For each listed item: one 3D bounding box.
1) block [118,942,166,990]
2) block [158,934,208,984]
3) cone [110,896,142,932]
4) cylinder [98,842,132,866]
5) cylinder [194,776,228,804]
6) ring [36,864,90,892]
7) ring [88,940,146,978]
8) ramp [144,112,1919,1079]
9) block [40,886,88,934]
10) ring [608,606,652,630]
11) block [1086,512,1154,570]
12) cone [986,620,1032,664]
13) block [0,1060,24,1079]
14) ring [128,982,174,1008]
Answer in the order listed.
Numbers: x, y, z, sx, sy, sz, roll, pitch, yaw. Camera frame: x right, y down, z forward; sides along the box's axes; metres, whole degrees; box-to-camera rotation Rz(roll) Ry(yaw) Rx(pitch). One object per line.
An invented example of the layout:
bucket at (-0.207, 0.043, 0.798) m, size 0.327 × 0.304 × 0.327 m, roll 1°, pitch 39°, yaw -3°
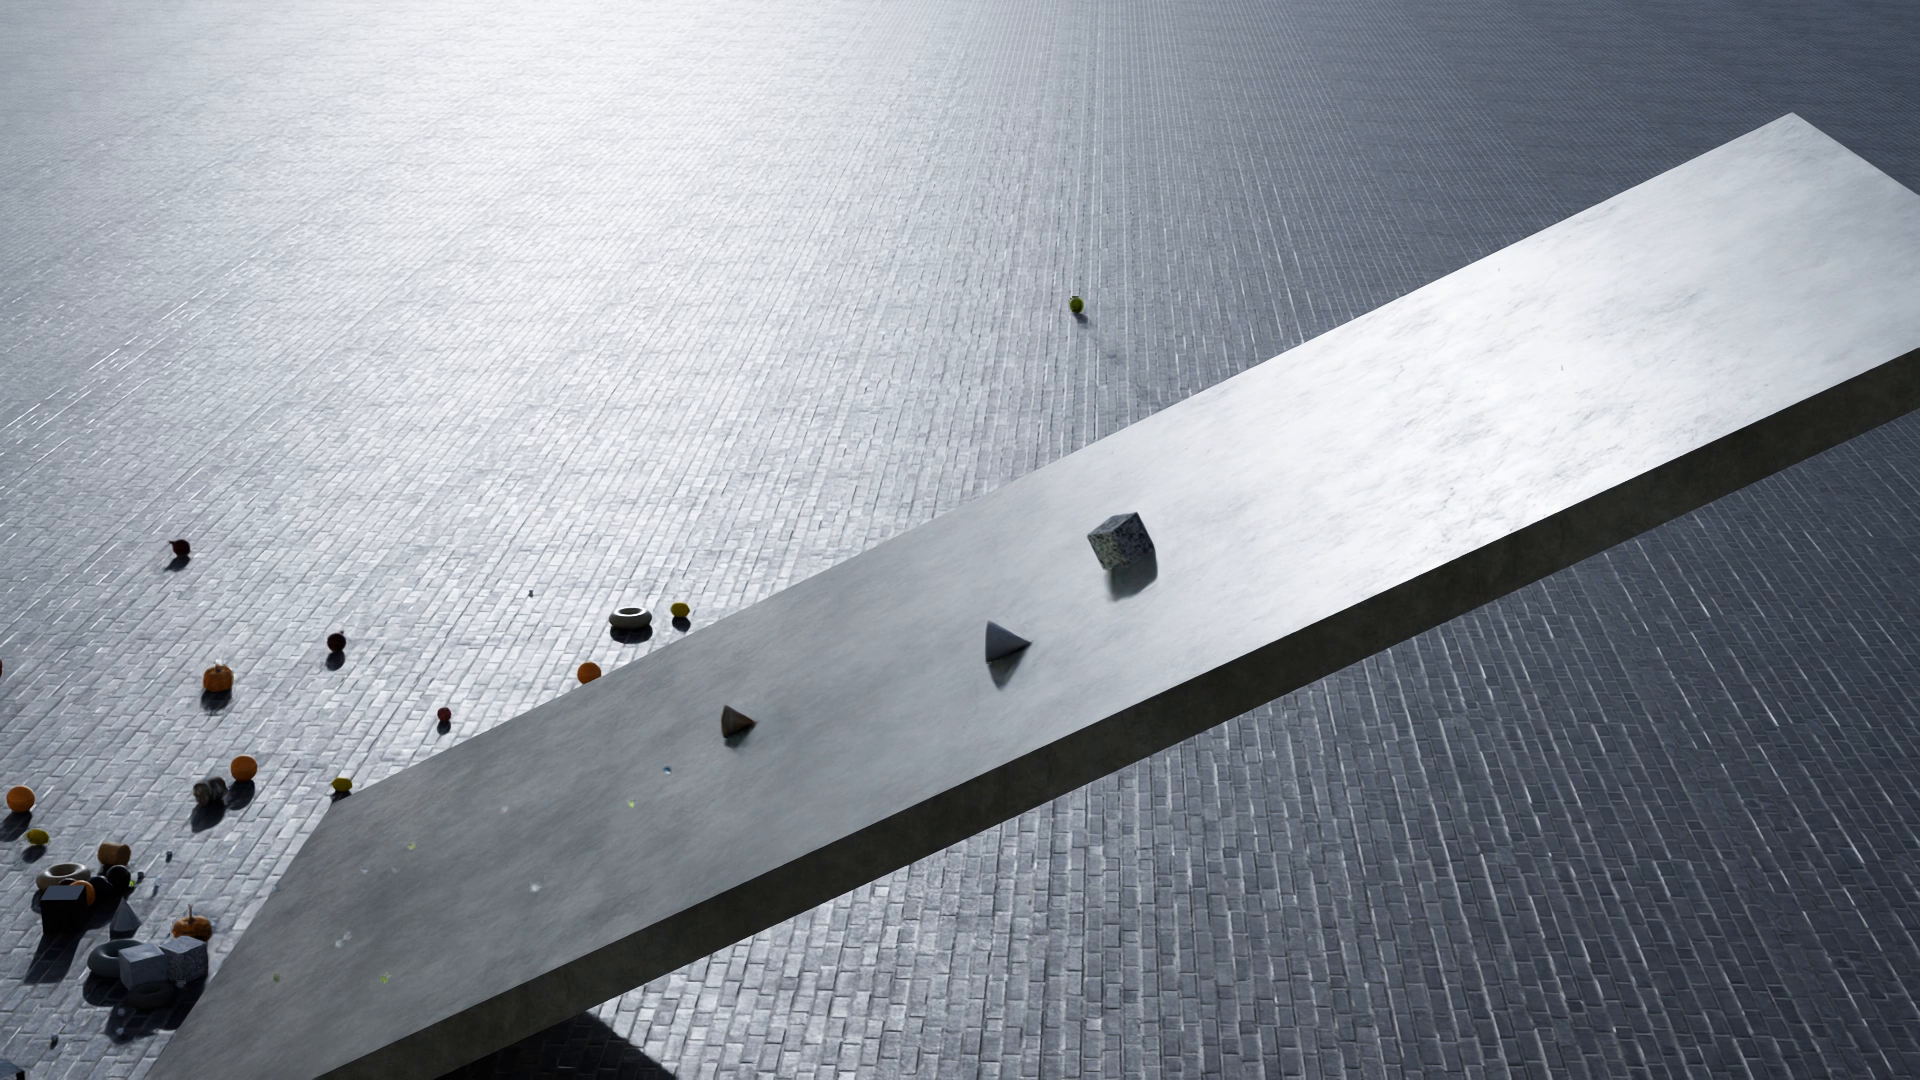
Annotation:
block at (-1.871, 0.980, 6.733) m, size 0.080 × 0.080 × 0.080 m, roll -11°, pitch 20°, yaw -33°
block at (-1.792, 0.967, 6.783) m, size 0.077 × 0.077 × 0.077 m, roll 12°, pitch 20°, yaw 34°
cone at (-2.004, 0.888, 7.051) m, size 0.075 × 0.075 × 0.075 m, roll 0°, pitch 17°, yaw 0°
cylinder at (-2.130, 0.791, 7.408) m, size 0.058 × 0.058 × 0.058 m, roll -1°, pitch 14°, yaw 29°
cylinder at (-1.993, 0.666, 7.819) m, size 0.062 × 0.062 × 0.062 m, roll 12°, pitch 20°, yaw 34°
ring at (-2.219, 0.837, 7.278) m, size 0.130 × 0.043 × 0.130 m, roll -1°, pitch 16°, yaw 0°
ring at (-1.945, 0.971, 6.820) m, size 0.149 × 0.050 × 0.149 m, roll 0°, pitch 18°, yaw 0°
ramp at (0.139, 0.168, 6.281) m, size 4.000 × 0.100 × 2.000 m, roll -25°, pitch 14°, yaw 10°
block at (-2.145, 0.884, 7.044) m, size 0.086 × 0.086 × 0.086 m, roll -1°, pitch 17°, yaw -3°
ring at (-1.037, 0.246, 9.255) m, size 0.136 × 0.045 × 0.136 m, roll -1°, pitch 16°, yaw 0°
block at (0.334, 0.002, 6.121) m, size 0.083 × 0.083 × 0.083 m, roll -37°, pitch 16°, yaw -33°
cone at (0.101, 0.206, 5.917) m, size 0.089 × 0.089 × 0.089 m, roll 2°, pitch 17°, yaw 7°
block at (-2.016, 1.148, 6.184) m, size 0.072 × 0.072 × 0.072 m, roll 16°, pitch 23°, yaw 42°
ring at (-1.828, 1.029, 6.650) m, size 0.104 × 0.035 × 0.104 m, roll -1°, pitch 16°, yaw 0°
